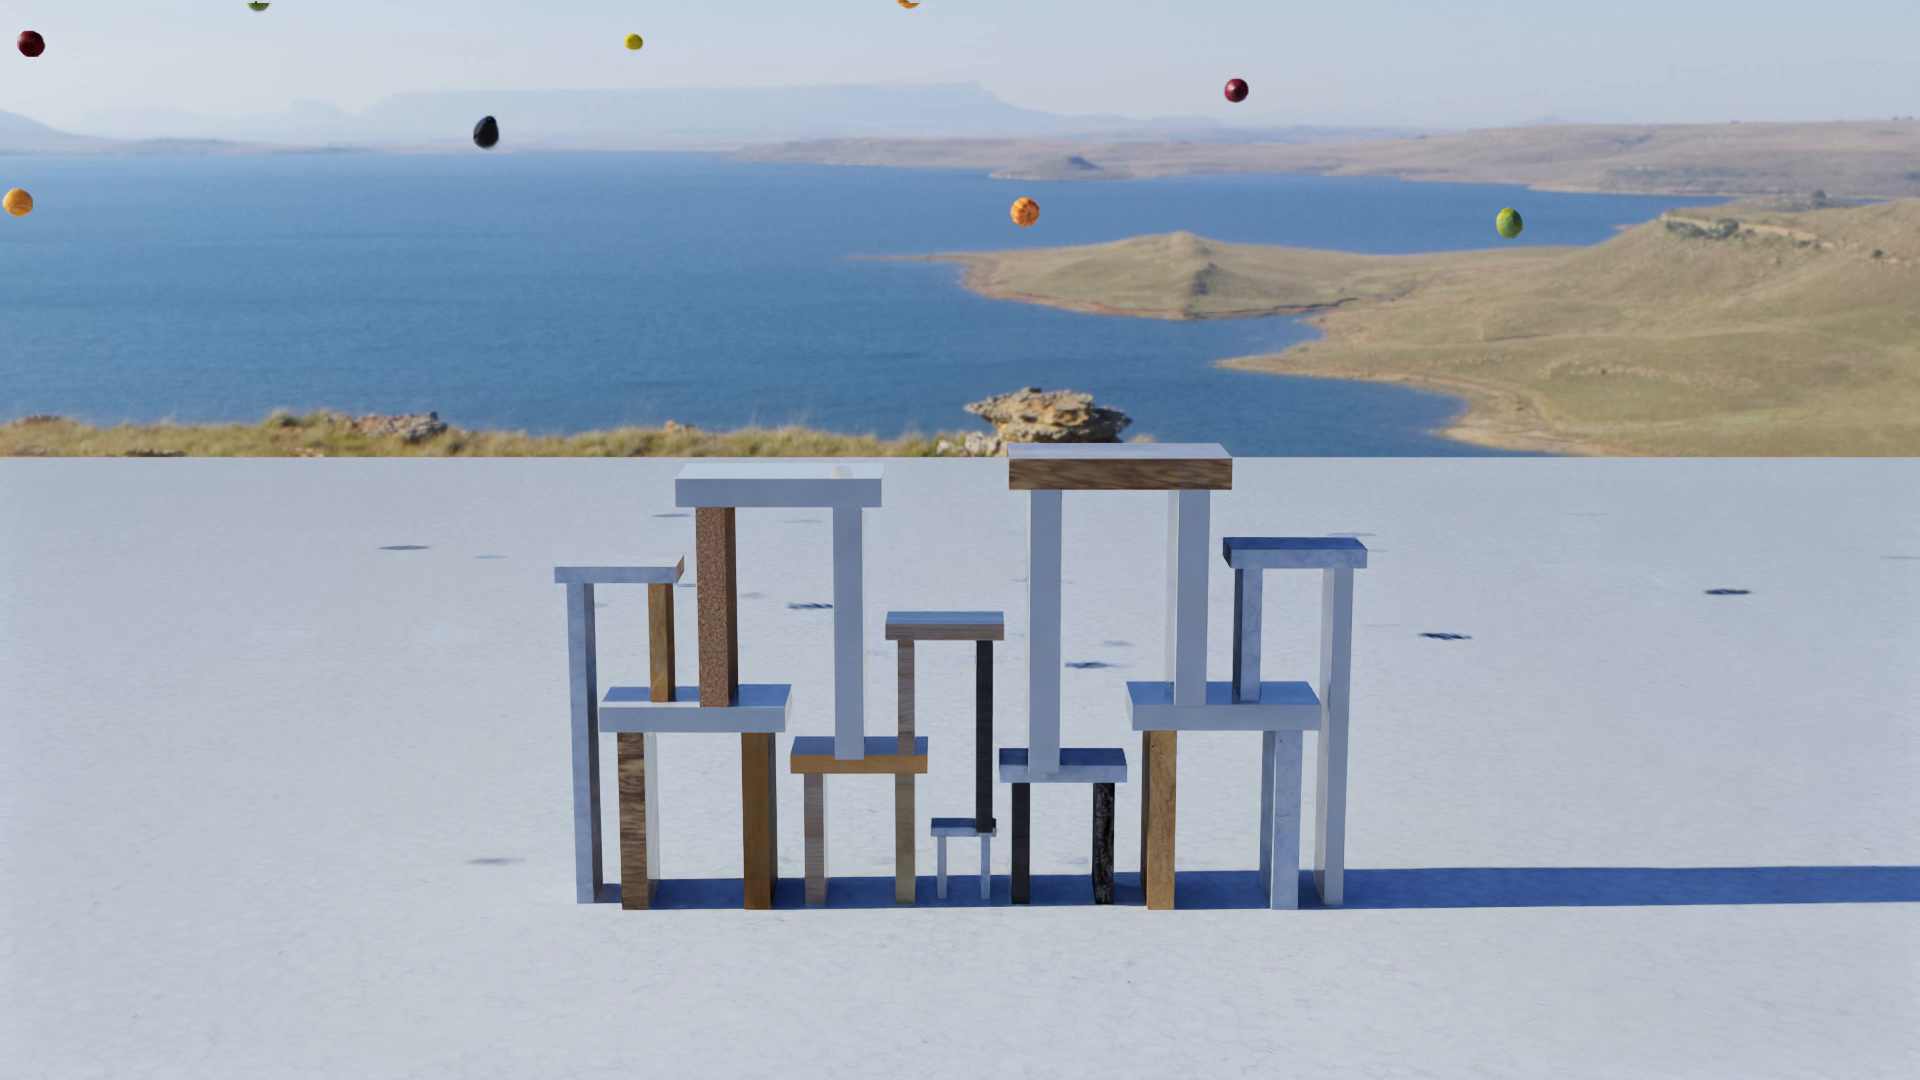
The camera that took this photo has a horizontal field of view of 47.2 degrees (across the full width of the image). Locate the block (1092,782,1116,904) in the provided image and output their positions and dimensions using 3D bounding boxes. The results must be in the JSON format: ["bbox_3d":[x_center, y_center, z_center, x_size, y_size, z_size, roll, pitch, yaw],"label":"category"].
[{"bbox_3d":[0.238,0.488,3.652,0.029,0.207,0.103,0,11,0],"label":"block"}]

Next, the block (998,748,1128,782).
[{"bbox_3d":[0.169,0.372,3.631,0.207,0.029,0.103,0,11,0],"label":"block"}]

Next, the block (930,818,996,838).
[{"bbox_3d":[0.006,0.476,3.647,0.108,0.015,0.054,0,11,1],"label":"block"}]

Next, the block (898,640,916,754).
[{"bbox_3d":[-0.087,0.246,3.601,0.027,0.191,0.095,0,11,0],"label":"block"}]

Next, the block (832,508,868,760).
[{"bbox_3d":[-0.178,0.137,3.586,0.046,0.412,0.162,0,11,0],"label":"block"}]

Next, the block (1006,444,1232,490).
[{"bbox_3d":[0.252,-0.119,3.537,0.350,0.050,0.175,0,11,0],"label":"block"}]

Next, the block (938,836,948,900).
[{"bbox_3d":[-0.030,0.537,3.660,0.015,0.108,0.054,0,11,0],"label":"block"}]

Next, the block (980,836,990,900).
[{"bbox_3d":[0.042,0.537,3.660,0.015,0.108,0.054,0,11,0],"label":"block"}]

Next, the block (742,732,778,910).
[{"bbox_3d":[-0.331,0.443,3.638,0.042,0.300,0.150,0,11,0],"label":"block"}]

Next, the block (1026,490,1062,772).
[{"bbox_3d":[0.135,0.131,3.584,0.050,0.460,0.175,0,11,0],"label":"block"}]

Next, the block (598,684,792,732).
[{"bbox_3d":[-0.431,0.275,3.607,0.300,0.042,0.150,0,11,0],"label":"block"}]

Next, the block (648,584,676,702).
[{"bbox_3d":[-0.486,0.157,3.589,0.028,0.196,0.098,0,11,0],"label":"block"}]

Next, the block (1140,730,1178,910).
[{"bbox_3d":[0.328,0.441,3.638,0.043,0.303,0.152,0,11,0],"label":"block"}]

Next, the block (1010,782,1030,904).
[{"bbox_3d":[0.100,0.488,3.652,0.029,0.207,0.103,0,11,0],"label":"block"}]

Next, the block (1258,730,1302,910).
[{"bbox_3d":[0.530,0.441,3.638,0.043,0.303,0.152,0,11,0],"label":"block"}]

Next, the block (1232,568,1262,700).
[{"bbox_3d":[0.468,0.143,3.586,0.031,0.218,0.109,0,11,0],"label":"block"}]

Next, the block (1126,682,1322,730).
[{"bbox_3d":[0.429,0.271,3.606,0.303,0.043,0.152,0,11,0],"label":"block"}]

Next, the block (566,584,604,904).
[{"bbox_3d":[-0.617,0.325,3.620,0.028,0.538,0.098,0,11,0],"label":"block"}]

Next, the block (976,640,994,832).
[{"bbox_3d":[0.040,0.312,3.611,0.027,0.322,0.095,0,11,1],"label":"block"}]

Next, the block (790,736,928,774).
[{"bbox_3d":[-0.164,0.354,3.629,0.223,0.032,0.112,0,11,0],"label":"block"}]

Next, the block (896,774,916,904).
[{"bbox_3d":[-0.090,0.480,3.652,0.032,0.223,0.112,0,11,0],"label":"block"}]

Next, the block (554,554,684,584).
[{"bbox_3d":[-0.552,0.047,3.568,0.196,0.028,0.098,0,11,0],"label":"block"}]

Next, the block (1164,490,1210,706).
[{"bbox_3d":[0.369,0.077,3.574,0.050,0.350,0.175,0,11,0],"label":"block"}]

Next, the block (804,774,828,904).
[{"bbox_3d":[-0.239,0.480,3.652,0.032,0.223,0.112,0,11,0],"label":"block"}]

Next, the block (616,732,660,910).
[{"bbox_3d":[-0.531,0.443,3.638,0.042,0.300,0.150,0,11,0],"label":"block"}]

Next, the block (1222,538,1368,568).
[{"bbox_3d":[0.541,0.020,3.563,0.218,0.031,0.109,0,11,0],"label":"block"}]

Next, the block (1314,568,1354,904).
[{"bbox_3d":[0.614,0.313,3.617,0.031,0.564,0.109,0,11,0],"label":"block"}]

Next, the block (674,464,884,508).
[{"bbox_3d":[-0.286,-0.089,3.545,0.325,0.046,0.162,0,11,0],"label":"block"}]

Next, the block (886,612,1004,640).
[{"bbox_3d":[-0.024,0.139,3.580,0.191,0.027,0.095,0,11,1],"label":"block"}]

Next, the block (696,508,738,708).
[{"bbox_3d":[-0.395,0.094,3.578,0.046,0.325,0.162,0,11,0],"label":"block"}]
